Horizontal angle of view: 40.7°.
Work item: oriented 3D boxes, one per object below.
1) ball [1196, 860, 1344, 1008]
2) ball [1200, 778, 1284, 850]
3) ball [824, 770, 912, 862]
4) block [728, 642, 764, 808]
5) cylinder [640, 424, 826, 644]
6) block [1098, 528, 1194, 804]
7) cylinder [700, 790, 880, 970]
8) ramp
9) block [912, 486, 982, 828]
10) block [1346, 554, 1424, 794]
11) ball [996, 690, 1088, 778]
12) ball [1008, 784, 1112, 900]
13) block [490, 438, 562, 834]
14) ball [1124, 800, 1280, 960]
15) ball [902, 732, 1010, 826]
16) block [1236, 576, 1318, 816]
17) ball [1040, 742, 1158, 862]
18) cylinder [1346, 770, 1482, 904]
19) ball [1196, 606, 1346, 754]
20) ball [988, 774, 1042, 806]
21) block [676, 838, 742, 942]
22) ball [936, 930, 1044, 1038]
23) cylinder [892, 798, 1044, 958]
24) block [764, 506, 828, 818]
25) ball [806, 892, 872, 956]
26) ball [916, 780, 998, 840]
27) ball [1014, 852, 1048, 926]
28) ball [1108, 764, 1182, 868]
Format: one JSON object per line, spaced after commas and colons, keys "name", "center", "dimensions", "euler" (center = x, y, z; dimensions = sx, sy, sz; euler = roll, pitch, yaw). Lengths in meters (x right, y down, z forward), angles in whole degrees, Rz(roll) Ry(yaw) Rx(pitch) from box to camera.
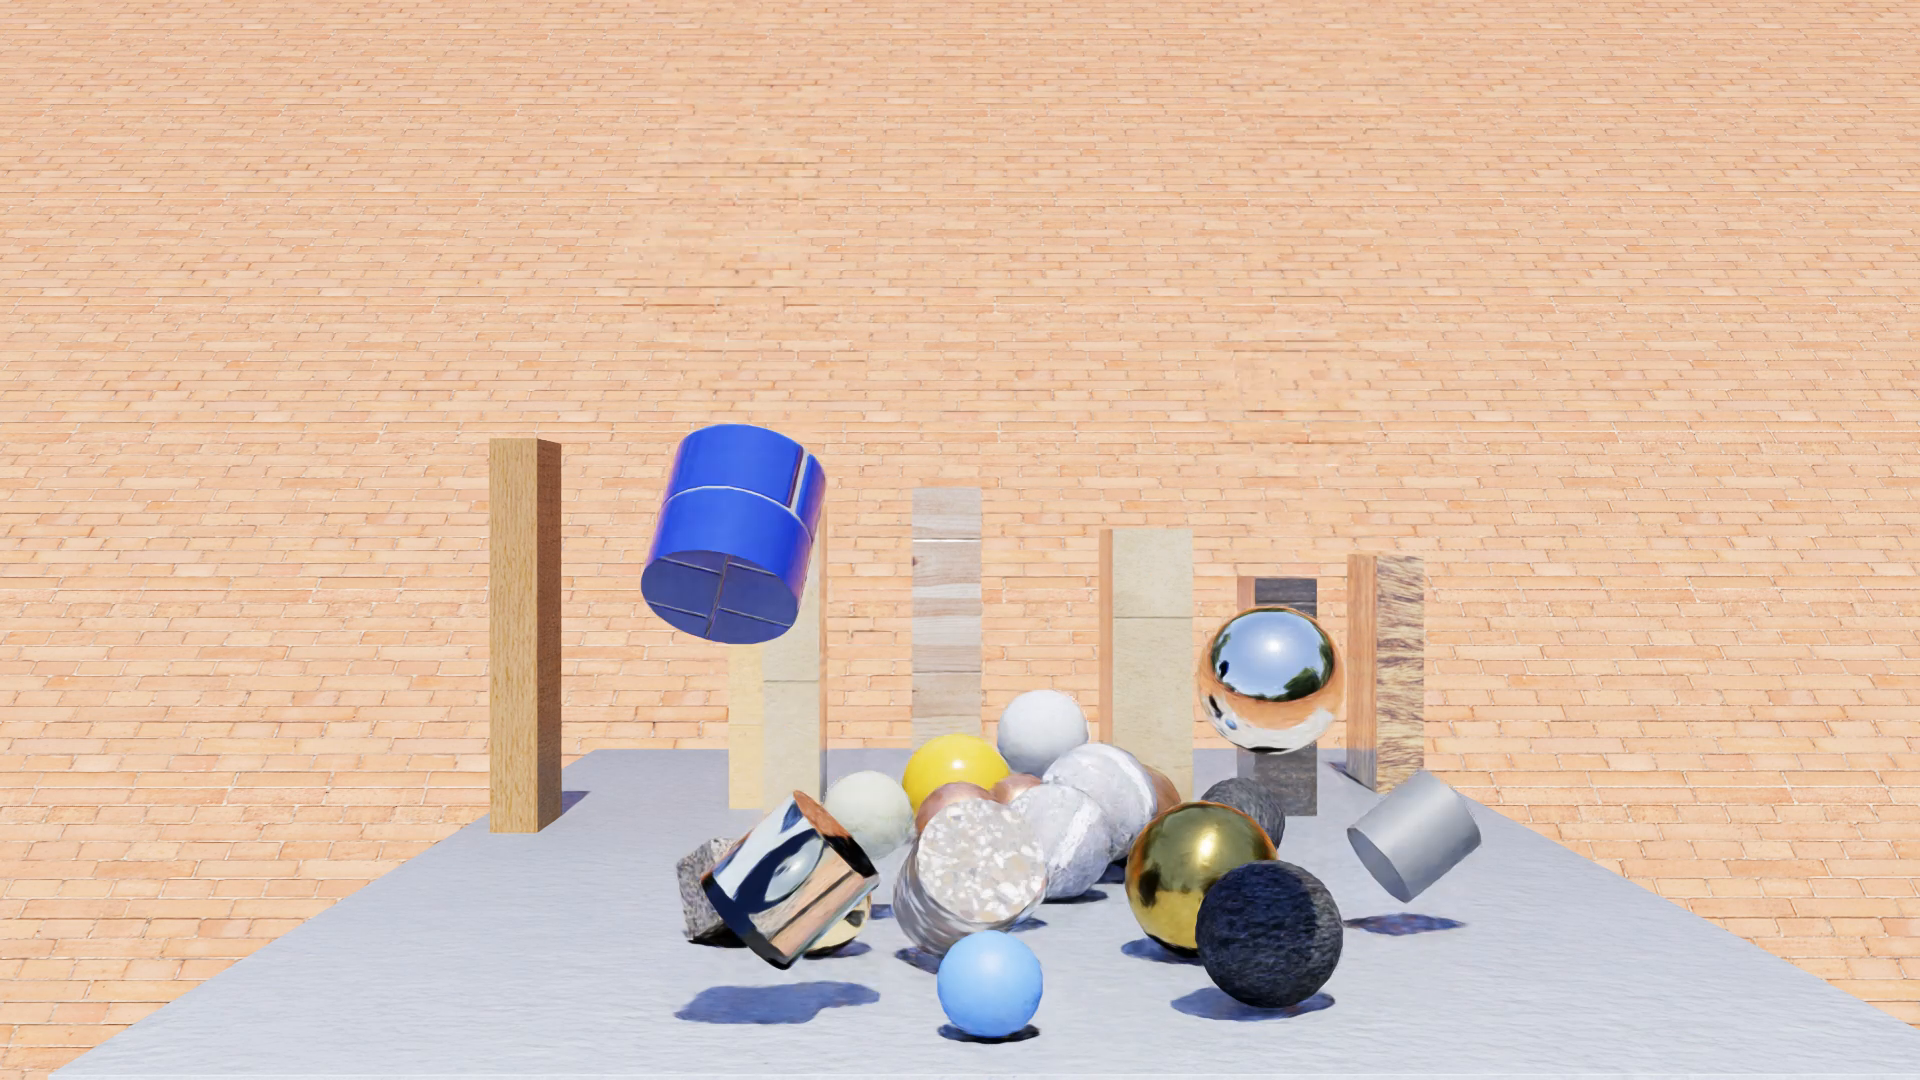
{"name": "ball", "center": [0.361, 0.459, 3.019], "dimensions": [0.172, 0.172, 0.172], "euler": [0, 30, 0]}
{"name": "ball", "center": [0.460, 0.467, 4.265], "dimensions": [0.150, 0.150, 0.150], "euler": [0, 30, 0]}
{"name": "ball", "center": [-0.132, 0.393, 3.682], "dimensions": [0.129, 0.129, 0.129], "euler": [0, 30, 0]}
{"name": "block", "center": [-0.422, 0.304, 5.318], "dimensions": [0.084, 0.471, 0.248], "euler": [0, 0, 0]}
{"name": "cylinder", "center": [-0.232, -0.006, 2.667], "dimensions": [0.163, 0.163, 0.163], "euler": [5, 54, 8]}
{"name": "block", "center": [0.326, 0.261, 4.593], "dimensions": [0.135, 0.560, 0.441], "euler": [0, 0, 0]}
{"name": "cylinder", "center": [-0.195, 0.392, 2.983], "dimensions": [0.147, 0.147, 0.147], "euler": [-43, 36, 4]}
{"name": "ramp", "center": [0.066, 0.591, 4.644], "dimensions": [2.000, 0.100, 4.000], "euler": [0, 0, 0]}
{"name": "block", "center": [-0.025, 0.220, 5.073], "dimensions": [0.131, 0.641, 0.418], "euler": [0, 0, 0]}
{"name": "block", "center": [0.935, 0.286, 5.706], "dimensions": [0.100, 0.504, 0.427], "euler": [0, 0, 0]}
{"name": "ball", "center": [0.154, 0.366, 4.848], "dimensions": [0.173, 0.173, 0.173], "euler": [0, 30, 0]}
{"name": "ball", "center": [0.141, 0.455, 3.899], "dimensions": [0.176, 0.176, 0.176], "euler": [0, 30, 0]}
{"name": "block", "center": [-0.825, 0.176, 4.923], "dimensions": [0.088, 0.729, 0.294], "euler": [0, 0, 0]}
{"name": "ball", "center": [0.317, 0.442, 3.366], "dimensions": [0.205, 0.205, 0.205], "euler": [0, 30, 0]}
{"name": "ball", "center": [-0.005, 0.442, 4.597], "dimensions": [0.199, 0.199, 0.199], "euler": [0, 30, 0]}
{"name": "block", "center": [0.637, 0.308, 5.219], "dimensions": [0.121, 0.464, 0.332], "euler": [0, 0, 0]}
{"name": "ball", "center": [0.217, 0.418, 4.109], "dimensions": [0.191, 0.191, 0.191], "euler": [0, 30, 0]}
{"name": "cylinder", "center": [0.627, 0.410, 3.573], "dimensions": [0.130, 0.130, 0.130], "euler": [-36, 40, -11]}
{"name": "ball", "center": [0.332, 0.149, 2.760], "dimensions": [0.159, 0.159, 0.159], "euler": [0, 30, 0]}
{"name": "ball", "center": [0.105, 0.472, 4.472], "dimensions": [0.138, 0.138, 0.138], "euler": [0, 30, 0]}
{"name": "block", "center": [-0.304, 0.472, 3.503], "dimensions": [0.109, 0.109, 0.109], "euler": [1, 66, -34]}
{"name": "ball", "center": [0.033, 0.487, 2.836], "dimensions": [0.117, 0.117, 0.117], "euler": [0, 30, 0]}
{"name": "cylinder", "center": [0.009, 0.433, 3.287], "dimensions": [0.162, 0.162, 0.162], "euler": [6, 63, -11]}
{"name": "block", "center": [-0.280, 0.241, 4.437], "dimensions": [0.093, 0.601, 0.277], "euler": [0, 0, 0]}
{"name": "ball", "center": [-0.190, 0.471, 3.399], "dimensions": [0.148, 0.148, 0.148], "euler": [0, 30, 0]}
{"name": "ball", "center": [0.000, 0.469, 4.239], "dimensions": [0.148, 0.148, 0.148], "euler": [0, 30, 0]}
{"name": "ball", "center": [0.051, 0.471, 3.620], "dimensions": [0.147, 0.147, 0.147], "euler": [0, 30, 0]}
{"name": "ball", "center": [0.283, 0.455, 4.277], "dimensions": [0.173, 0.173, 0.173], "euler": [0, 30, 0]}
